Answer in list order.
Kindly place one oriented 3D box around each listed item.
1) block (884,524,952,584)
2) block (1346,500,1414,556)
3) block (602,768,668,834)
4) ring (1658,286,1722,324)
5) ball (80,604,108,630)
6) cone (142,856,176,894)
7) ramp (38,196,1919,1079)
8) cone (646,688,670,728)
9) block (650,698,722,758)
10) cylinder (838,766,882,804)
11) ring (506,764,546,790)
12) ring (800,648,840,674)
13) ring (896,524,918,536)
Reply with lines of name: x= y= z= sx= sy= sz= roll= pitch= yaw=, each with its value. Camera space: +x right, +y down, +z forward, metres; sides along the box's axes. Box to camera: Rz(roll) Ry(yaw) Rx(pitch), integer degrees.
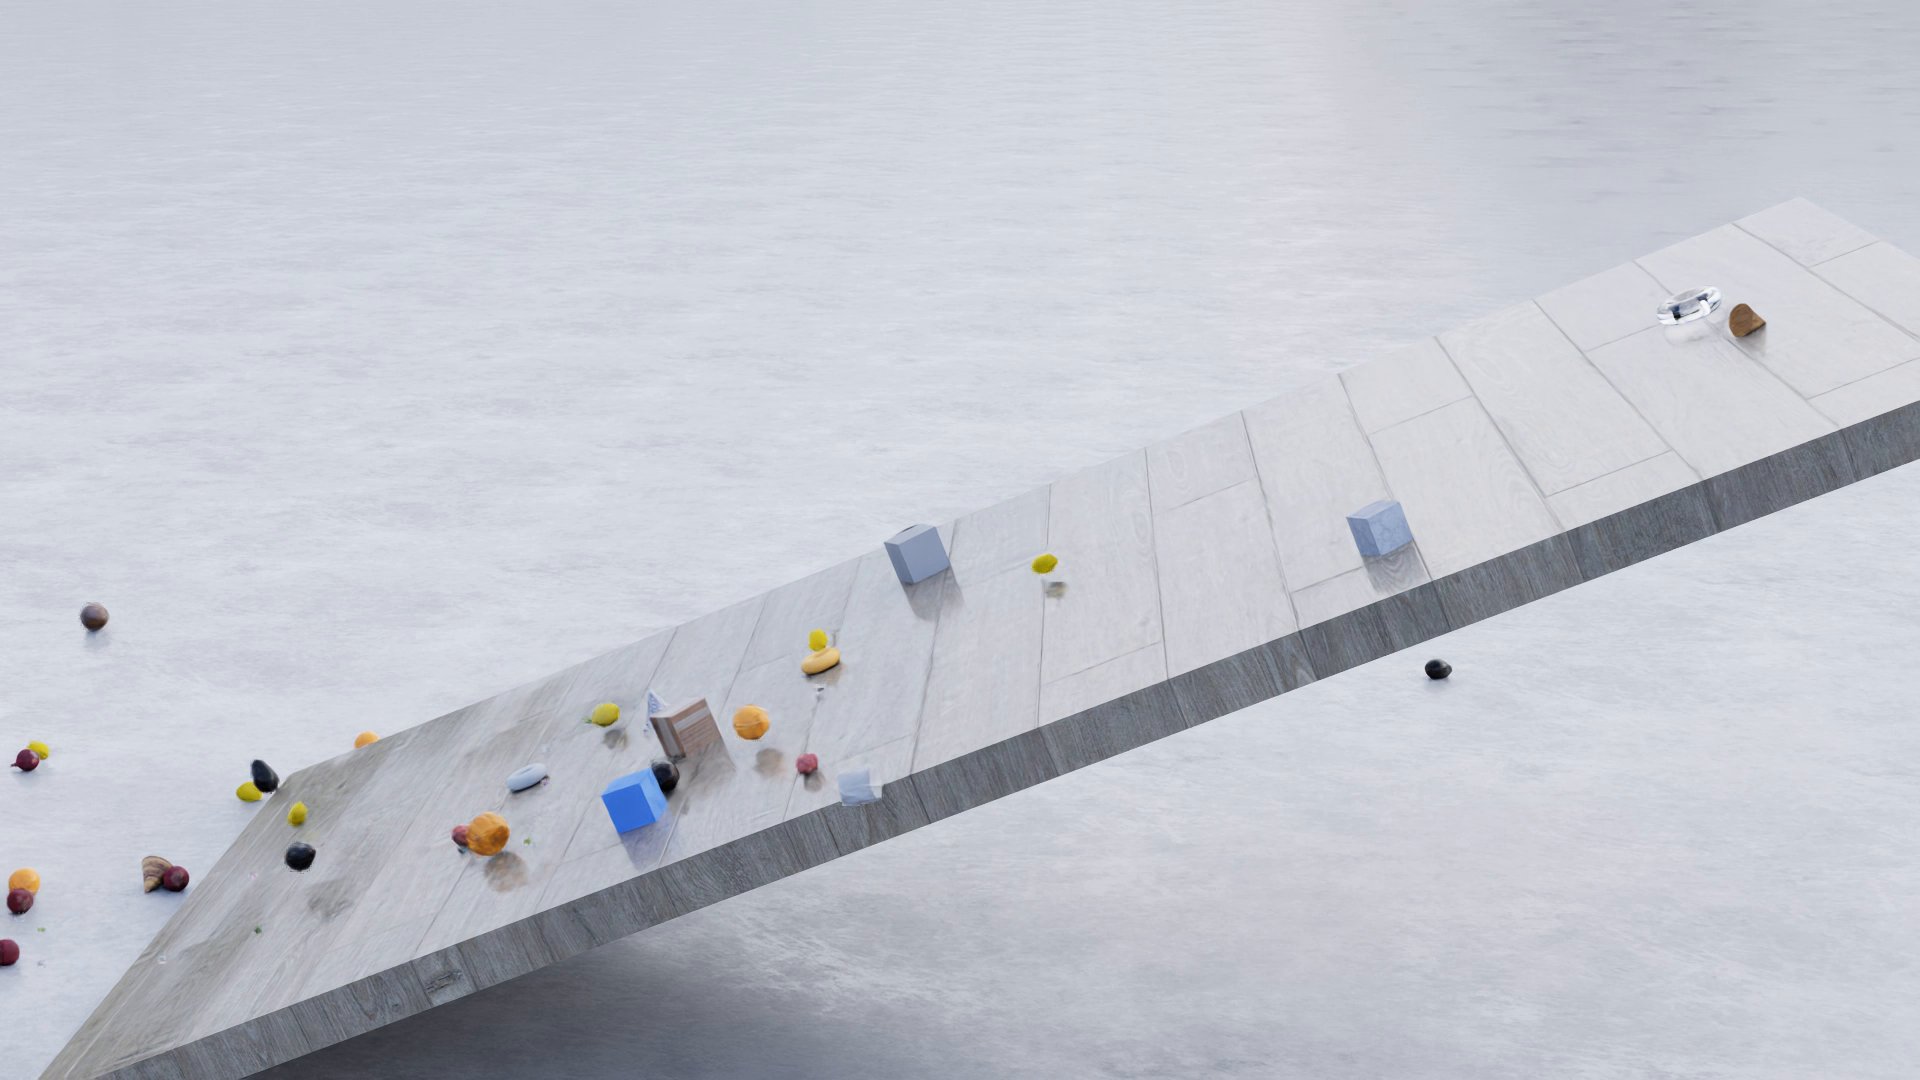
block: x=-0.100 y=0.032 z=6.830 sx=0.100 sy=0.100 sz=0.100 roll=-26 pitch=13 yaw=-18
block: x=0.788 y=-0.023 z=5.523 sx=0.077 sy=0.077 sz=0.077 roll=-27 pitch=13 yaw=-19
block: x=-0.636 y=0.509 z=5.747 sx=0.084 sy=0.084 sz=0.084 roll=-19 pitch=12 yaw=15
ring: x=1.561 y=-0.502 z=6.295 sx=0.143 sy=0.048 sz=0.143 roll=-22 pitch=11 yaw=5
ball: x=-2.696 y=0.240 z=9.161 sx=0.086 sy=0.086 sz=0.086 roll=0 pitch=14 yaw=0
cone: x=-1.912 y=0.807 z=6.958 sx=0.085 sy=0.085 sz=0.085 roll=3 pitch=41 yaw=11
ramp: x=0.124 y=0.173 z=6.291 sx=4.000 sy=0.100 sz=2.000 roll=-21 pitch=12 yaw=7
cone: x=-0.671 y=0.360 z=6.479 sx=0.078 sy=0.078 sz=0.078 roll=-21 pitch=12 yaw=5
block: x=-0.573 y=0.390 z=6.136 sx=0.091 sy=0.091 sz=0.091 roll=-30 pitch=14 yaw=-31
cylinder: x=-0.180 y=0.443 z=5.314 sx=0.060 sy=0.060 sz=0.060 roll=-13 pitch=10 yaw=18
ring: x=-0.944 y=0.516 z=6.403 sx=0.093 sy=0.031 sz=0.093 roll=-22 pitch=11 yaw=4
ring: x=-0.302 y=0.262 z=6.358 sx=0.092 sy=0.031 sz=0.092 roll=-23 pitch=11 yaw=5
ring: x=-0.120 y=-0.013 z=7.231 sx=0.088 sy=0.029 sz=0.088 roll=-22 pitch=11 yaw=4
